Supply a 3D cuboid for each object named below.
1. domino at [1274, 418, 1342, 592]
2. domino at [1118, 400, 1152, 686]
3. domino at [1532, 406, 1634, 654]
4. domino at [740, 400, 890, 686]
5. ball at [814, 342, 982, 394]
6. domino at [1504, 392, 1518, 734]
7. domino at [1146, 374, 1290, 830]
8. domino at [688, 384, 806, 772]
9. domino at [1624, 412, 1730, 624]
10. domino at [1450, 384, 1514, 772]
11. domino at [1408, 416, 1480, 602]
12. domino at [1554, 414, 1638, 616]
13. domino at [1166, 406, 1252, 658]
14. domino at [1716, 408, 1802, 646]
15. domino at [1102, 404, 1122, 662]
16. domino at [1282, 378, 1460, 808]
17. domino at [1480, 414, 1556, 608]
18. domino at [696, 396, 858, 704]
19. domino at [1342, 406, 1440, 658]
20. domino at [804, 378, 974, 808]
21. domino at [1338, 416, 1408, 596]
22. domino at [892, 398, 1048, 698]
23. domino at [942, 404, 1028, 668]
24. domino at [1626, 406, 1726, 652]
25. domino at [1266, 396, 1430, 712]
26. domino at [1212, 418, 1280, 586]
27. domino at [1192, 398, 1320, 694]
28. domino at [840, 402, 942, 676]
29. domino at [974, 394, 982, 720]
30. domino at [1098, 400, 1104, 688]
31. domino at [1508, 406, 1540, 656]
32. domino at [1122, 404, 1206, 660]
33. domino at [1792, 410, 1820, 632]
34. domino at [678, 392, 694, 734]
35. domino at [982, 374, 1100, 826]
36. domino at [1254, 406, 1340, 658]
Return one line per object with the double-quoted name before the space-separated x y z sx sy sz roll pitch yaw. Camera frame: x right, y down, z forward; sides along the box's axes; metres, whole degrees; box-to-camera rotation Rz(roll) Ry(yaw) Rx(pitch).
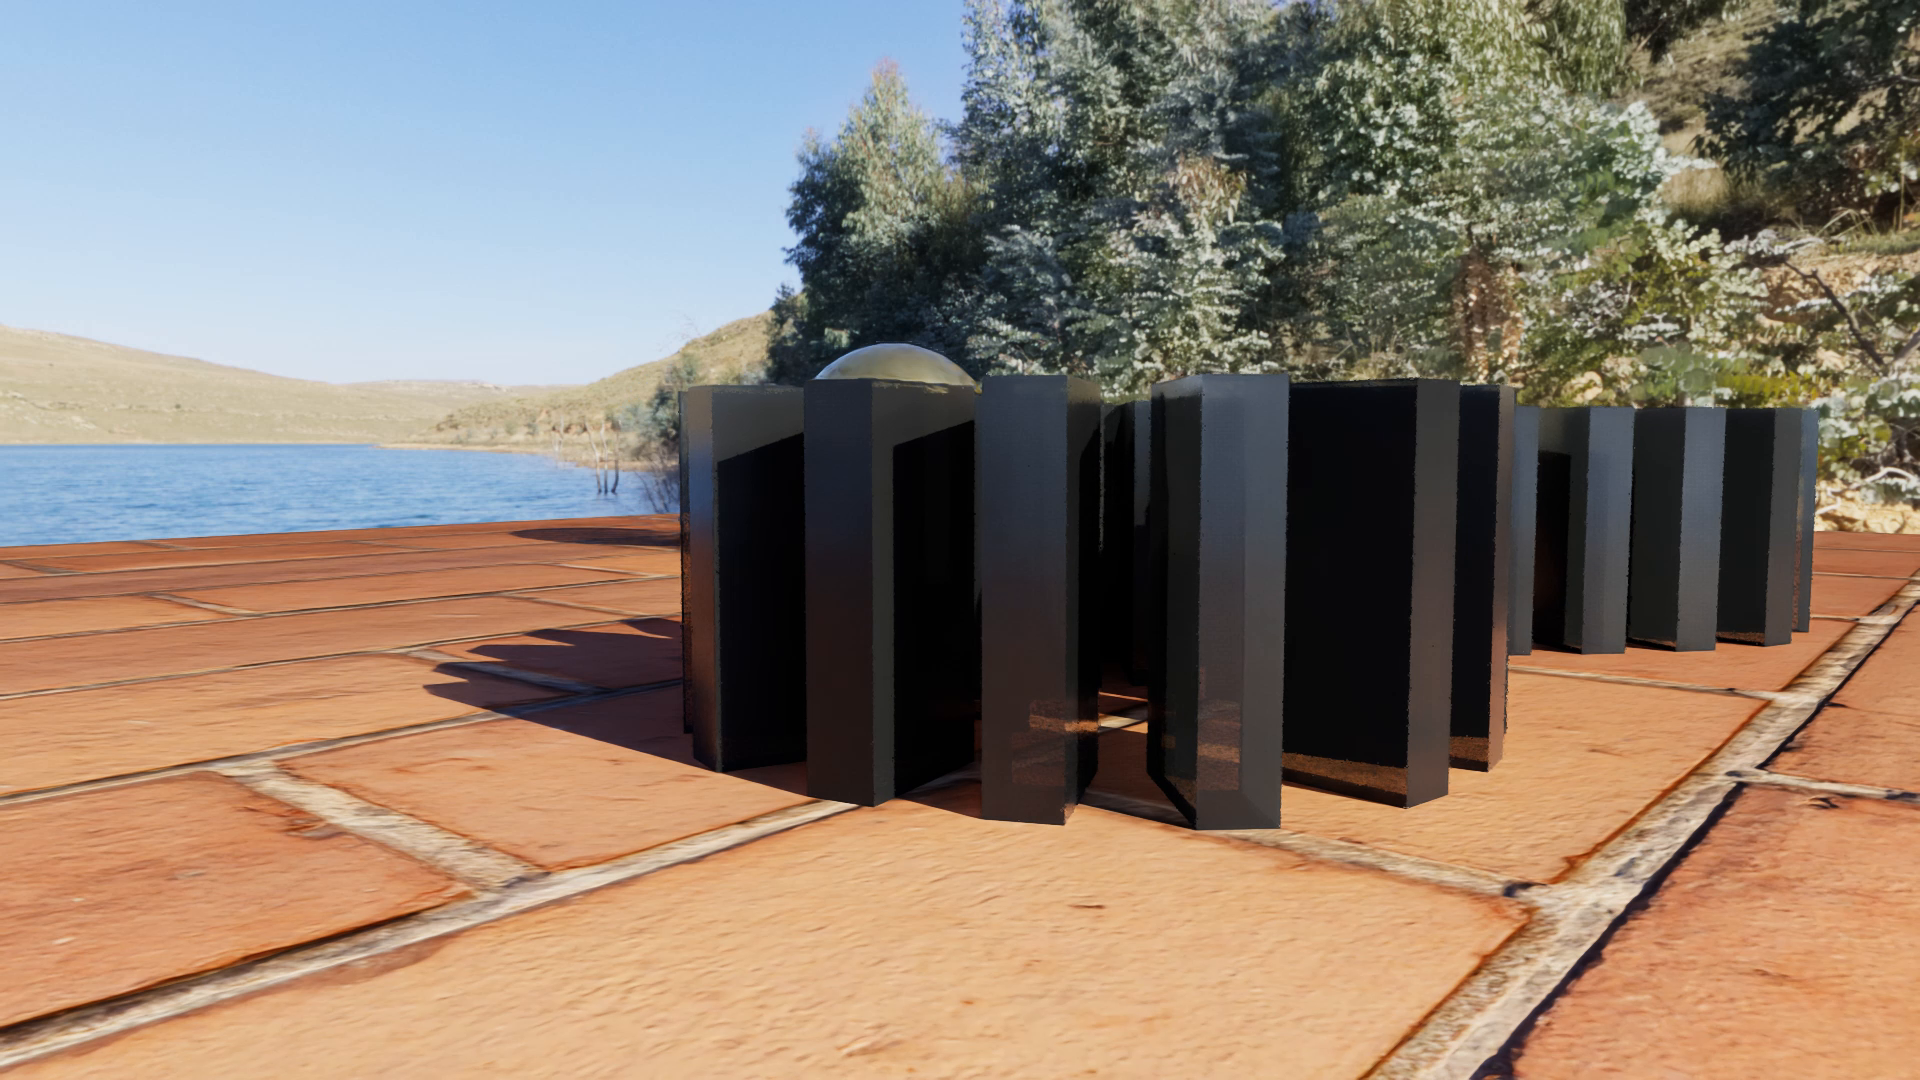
"domino" 0.103 -0.011 0.381 0.010 0.050 0.025 3 5 38
"domino" 0.035 0.000 0.236 0.009 0.050 0.025 0 4 2
"domino" 0.129 -0.003 0.270 0.010 0.050 0.025 -1 4 -7
"domino" -0.026 0.000 0.232 0.025 0.050 0.010 2 5 21
"ball" -0.025 -0.034 0.482 0.080 0.080 0.080 0 4 0
"domino" 0.069 0.003 0.193 0.025 0.050 0.009 1 4 8
"domino" 0.030 0.006 0.152 0.010 0.050 0.025 0 4 -4
"domino" -0.023 0.004 0.175 0.025 0.050 0.010 -2 5 -30
"domino" 0.175 -0.006 0.313 0.025 0.050 0.009 -2 5 -30
"domino" 0.061 0.004 0.175 0.025 0.050 0.010 3 5 34
"domino" 0.134 -0.009 0.356 0.010 0.050 0.025 4 6 41
"domino" 0.163 -0.007 0.329 0.025 0.050 0.010 -4 6 -43
"domino" 0.051 -0.002 0.266 0.009 0.050 0.025 -1 4 -7
"domino" 0.167 -0.003 0.280 0.010 0.050 0.025 -2 5 -27
"domino" 0.024 -0.002 0.260 0.009 0.050 0.025 -1 4 -14
"domino" 0.048 0.006 0.160 0.009 0.050 0.025 -4 6 -40
"domino" 0.149 -0.008 0.343 0.010 0.050 0.025 4 6 43
"domino" -0.030 0.002 0.213 0.025 0.050 0.010 0 4 3
"domino" 0.089 -0.002 0.267 0.009 0.050 0.025 0 4 -3
"domino" -0.008 0.005 0.162 0.010 0.050 0.025 2 5 29
"domino" 0.119 -0.010 0.369 0.010 0.050 0.025 3 5 39
"domino" 0.002 0.001 0.220 0.025 0.050 0.010 1 4 16
"domino" 0.005 -0.002 0.255 0.010 0.050 0.025 -1 5 -18
"domino" 0.148 -0.003 0.274 0.009 0.050 0.025 -1 4 -13
"domino" 0.064 0.002 0.212 0.025 0.050 0.010 -2 5 -26
"domino" 0.088 -0.012 0.393 0.009 0.050 0.025 3 5 39
"domino" 0.053 0.000 0.228 0.025 0.050 0.010 -4 6 -44
"domino" -0.014 -0.001 0.247 0.009 0.050 0.025 -2 5 -30
"domino" 0.000 0.002 0.201 0.025 0.050 0.009 0 4 0
"domino" 0.016 0.000 0.233 0.010 0.050 0.025 -2 5 -20
"domino" 0.109 -0.003 0.268 0.009 0.050 0.025 0 4 -6
"domino" 0.042 -0.002 0.263 0.010 0.050 0.025 -1 4 -8
"domino" 0.180 -0.005 0.294 0.025 0.050 0.010 1 4 11
"domino" -0.029 0.003 0.193 0.025 0.050 0.010 -1 4 -9
"domino" 0.010 0.006 0.154 0.010 0.050 0.025 1 4 14
"domino" 0.069 -0.002 0.266 0.010 0.050 0.025 0 4 -2
